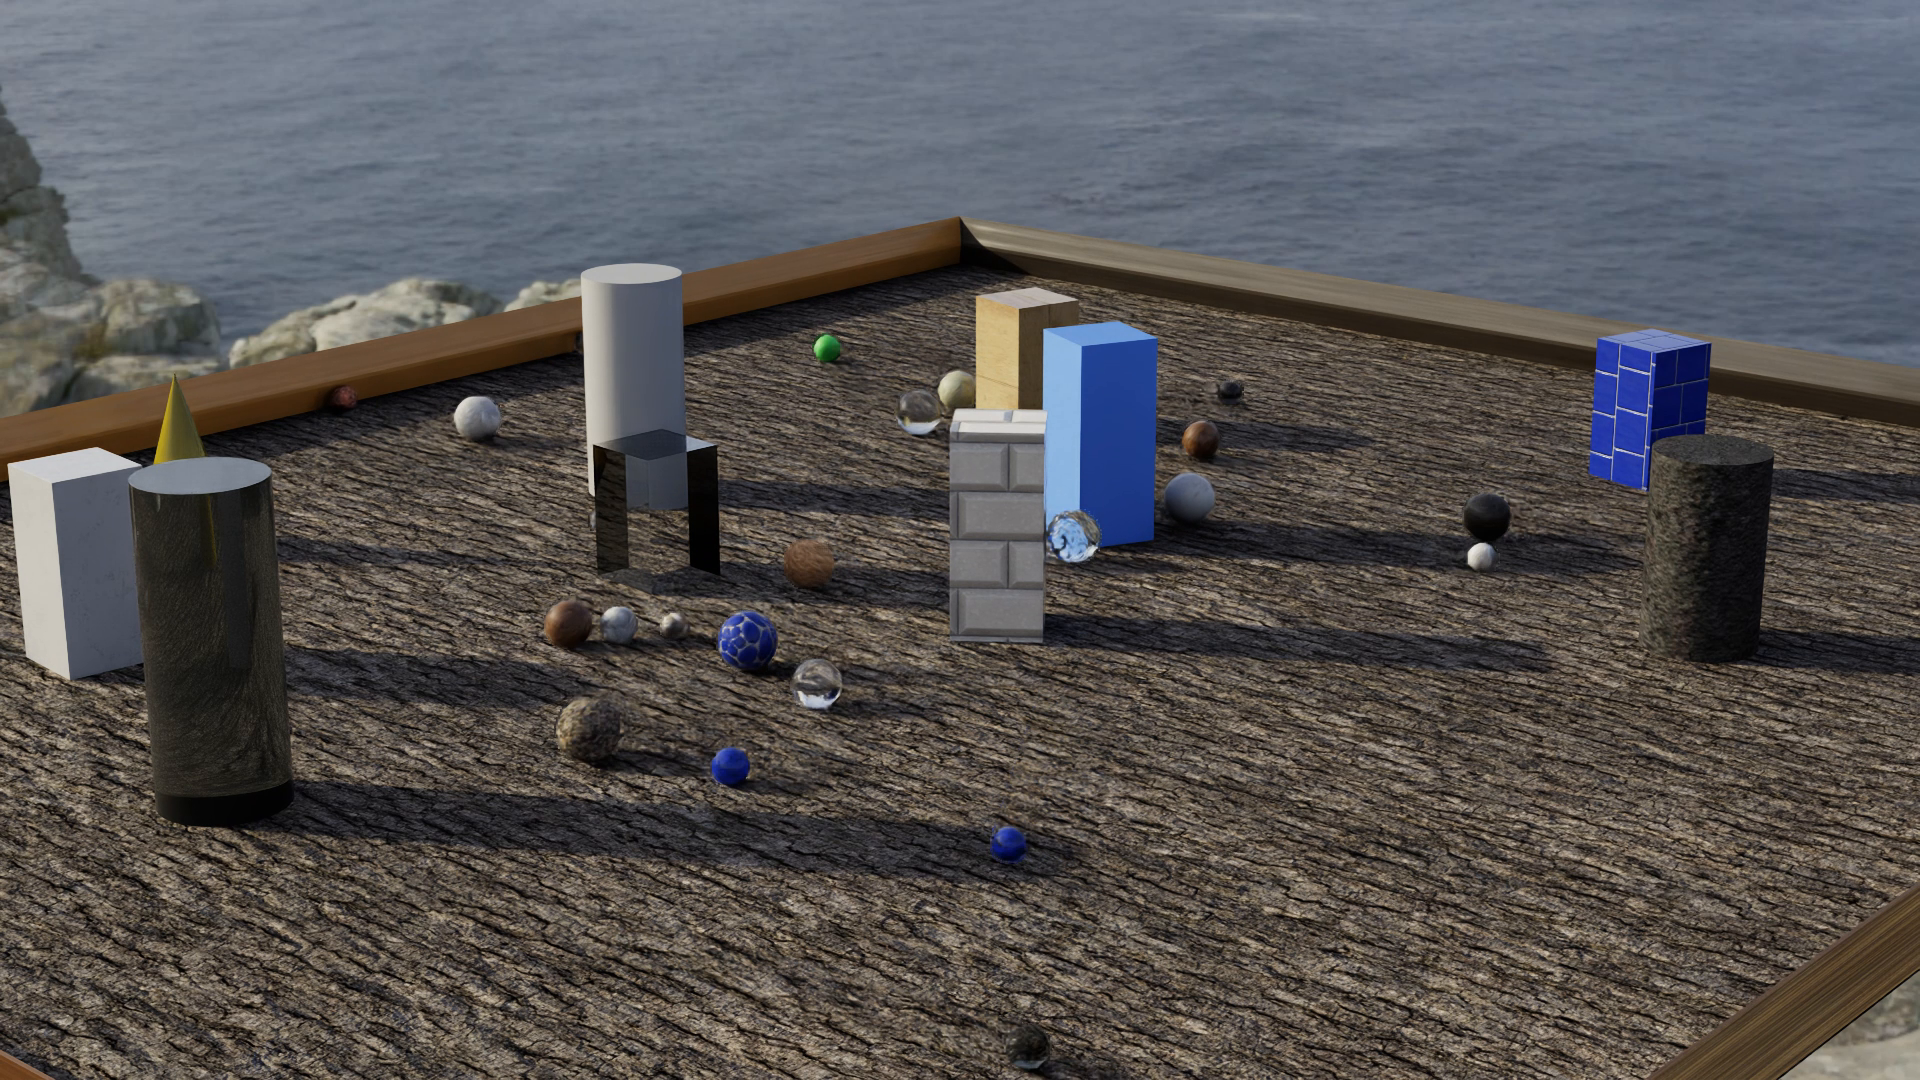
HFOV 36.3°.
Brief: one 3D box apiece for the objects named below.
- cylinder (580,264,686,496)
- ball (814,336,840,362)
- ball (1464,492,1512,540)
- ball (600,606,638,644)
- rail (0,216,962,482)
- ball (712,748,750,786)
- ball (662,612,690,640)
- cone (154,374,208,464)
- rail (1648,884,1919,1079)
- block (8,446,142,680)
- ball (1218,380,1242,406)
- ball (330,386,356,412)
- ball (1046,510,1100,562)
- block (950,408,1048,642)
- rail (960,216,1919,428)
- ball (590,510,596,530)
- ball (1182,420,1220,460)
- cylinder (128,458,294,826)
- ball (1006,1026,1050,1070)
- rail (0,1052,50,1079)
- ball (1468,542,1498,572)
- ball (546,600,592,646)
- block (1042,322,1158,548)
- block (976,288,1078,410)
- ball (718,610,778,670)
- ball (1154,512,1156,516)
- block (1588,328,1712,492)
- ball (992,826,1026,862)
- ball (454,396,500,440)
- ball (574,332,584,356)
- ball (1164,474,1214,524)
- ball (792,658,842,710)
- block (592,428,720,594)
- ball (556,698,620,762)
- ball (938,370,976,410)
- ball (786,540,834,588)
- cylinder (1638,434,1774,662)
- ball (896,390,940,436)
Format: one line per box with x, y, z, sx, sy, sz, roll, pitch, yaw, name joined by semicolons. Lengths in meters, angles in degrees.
-0.634;-0.307;5.718;0.194;0.432;0.194;0;17;0;cylinder
-0.308;-0.445;6.813;0.062;0.062;0.062;0;17;0;ball
0.979;-0.044;5.441;0.088;0.088;0.088;0;17;0;ball
-0.567;0.141;4.870;0.063;0.063;0.063;0;17;0;ball
-1.429;-0.327;6.308;0.045;0.126;4.408;14;22;39;rail
-0.333;0.329;4.258;0.056;0.056;0.056;0;17;0;ball
-0.475;0.144;4.889;0.046;0.046;0.046;0;17;0;ball
-1.426;-0.148;5.370;0.194;0.327;0.194;0;17;0;cone
1.429;0.390;3.933;0.045;0.126;4.408;14;22;39;rail
-1.422;0.036;4.758;0.155;0.329;0.155;-15;22;-40;block
0.590;-0.321;6.419;0.054;0.054;0.054;0;17;0;ball
-1.339;-0.307;6.370;0.054;0.054;0.054;0;17;0;ball
0.205;-0.007;5.302;0.096;0.096;0.096;0;17;0;ball
0.065;-0.025;4.907;0.155;0.360;0.155;1;17;3;block
1.429;-0.444;6.696;3.832;0.126;0.045;14;22;39;rail
-0.672;-0.037;5.493;0.044;0.044;0.044;0;17;0;ball
0.493;-0.204;5.988;0.078;0.078;0.078;0;17;0;ball
-1.054;0.142;4.136;0.194;0.485;0.194;0;17;0;cylinder
0.078;0.589;3.404;0.051;0.051;0.051;0;17;0;ball
-1.429;0.507;3.544;3.832;0.126;0.045;14;22;39;rail
0.935;0.031;5.250;0.053;0.053;0.053;0;17;0;ball
-0.647;0.138;4.855;0.077;0.077;0.077;0;17;0;ball
0.257;-0.195;5.428;0.155;0.384;0.155;-7;18;-23;block
0.142;-0.377;6.214;0.155;0.278;0.155;-11;20;-33;block
-0.343;0.163;4.739;0.097;0.097;0.097;0;17;0;ball
0.346;-0.048;5.529;0.044;0.044;0.044;0;17;0;ball
1.370;-0.260;5.827;0.155;0.278;0.155;-11;20;-33;block
0.067;0.414;3.992;0.047;0.047;0.047;0;17;0;ball
-1.009;-0.254;6.125;0.094;0.094;0.094;0;17;0;ball
-0.876;-0.461;6.875;0.058;0.058;0.058;0;17;0;ball
0.432;-0.077;5.535;0.097;0.097;0.097;0;17;0;ball
-0.223;0.224;4.567;0.080;0.080;0.080;0;17;0;ball
-0.537;-0.052;5.199;0.155;0.243;0.155;-16;23;-42;block
-0.551;0.282;4.351;0.095;0.095;0.095;0;17;0;ball
-0.004;-0.325;6.374;0.086;0.086;0.086;0;17;0;ball
-0.265;0.041;5.161;0.086;0.086;0.086;0;17;0;ball
1.227;0.013;4.826;0.194;0.334;0.194;0;17;0;cylinder
-0.088;-0.268;6.171;0.095;0.095;0.095;0;17;0;ball
